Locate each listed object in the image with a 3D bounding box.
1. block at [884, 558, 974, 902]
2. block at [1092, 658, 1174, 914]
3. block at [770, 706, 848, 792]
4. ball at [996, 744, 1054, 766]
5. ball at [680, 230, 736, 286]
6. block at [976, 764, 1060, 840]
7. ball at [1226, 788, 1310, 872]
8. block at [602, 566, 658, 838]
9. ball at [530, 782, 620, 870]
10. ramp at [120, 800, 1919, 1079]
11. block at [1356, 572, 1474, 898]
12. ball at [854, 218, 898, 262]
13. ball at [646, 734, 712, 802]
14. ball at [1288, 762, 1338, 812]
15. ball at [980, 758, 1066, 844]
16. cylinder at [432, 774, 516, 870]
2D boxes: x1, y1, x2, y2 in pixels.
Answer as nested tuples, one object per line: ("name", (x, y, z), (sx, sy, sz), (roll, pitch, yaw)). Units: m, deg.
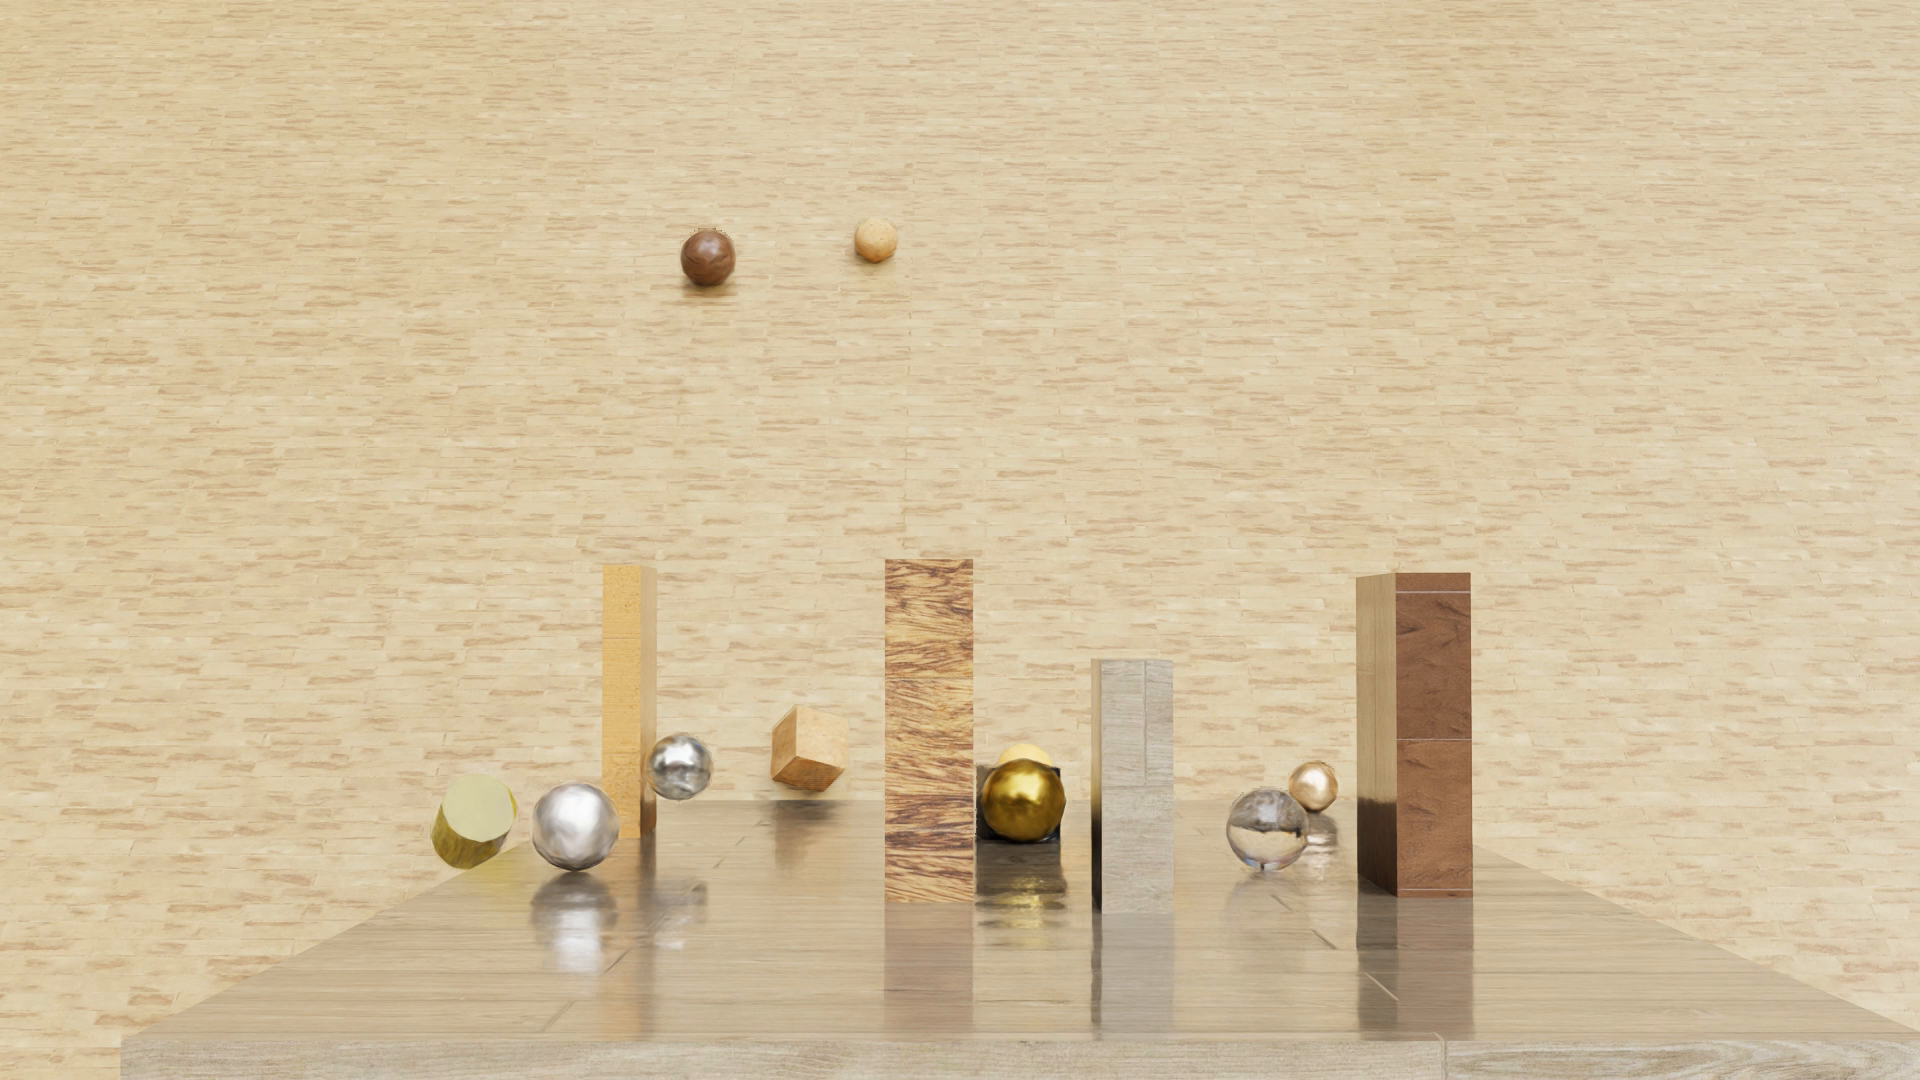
("block", (-0.051, 0.320, 4.460), (0.147, 0.568, 0.300), (0, -2, 0))
("block", (0.283, 0.398, 4.297), (0.114, 0.401, 0.329), (0, -2, 0))
("block", (-0.402, 0.559, 6.928), (0.151, 0.151, 0.151), (17, 52, -24))
("ball", (0.167, 0.605, 6.730), (0.154, 0.154, 0.154), (0, 35, 0))
("ball", (-0.890, -0.996, 9.186), (0.199, 0.199, 0.199), (0, 35, 0))
("block", (0.124, 0.568, 5.640), (0.153, 0.153, 0.153), (0, -2, -11))
("ball", (0.575, 0.541, 4.850), (0.154, 0.154, 0.154), (0, 35, 0))
("block", (-0.736, 0.355, 5.800), (0.083, 0.590, 0.308), (0, -2, 0))
("ball", (-0.720, 0.535, 4.860), (0.167, 0.167, 0.167), (0, 35, 0))
("ramp", (0.078, 0.668, 4.850), (2.000, 0.100, 4.000), (0, -2, 0))
("block", (0.799, 0.336, 4.596), (0.127, 0.547, 0.440), (0, -2, 0))
("ball", (-0.301, -1.079, 9.339), (0.157, 0.157, 0.157), (0, 35, 0))
("ball", (-0.606, 0.490, 5.594), (0.144, 0.144, 0.144), (0, 35, 0))
("ball", (0.868, 0.608, 6.390), (0.124, 0.124, 0.124), (0, 35, 0))
("ball", (0.134, 0.549, 5.473), (0.179, 0.179, 0.179), (0, 35, 0))
("cylinder", (-1.120, 0.650, 5.984), (0.169, 0.169, 0.169), (10, 57, -16))
